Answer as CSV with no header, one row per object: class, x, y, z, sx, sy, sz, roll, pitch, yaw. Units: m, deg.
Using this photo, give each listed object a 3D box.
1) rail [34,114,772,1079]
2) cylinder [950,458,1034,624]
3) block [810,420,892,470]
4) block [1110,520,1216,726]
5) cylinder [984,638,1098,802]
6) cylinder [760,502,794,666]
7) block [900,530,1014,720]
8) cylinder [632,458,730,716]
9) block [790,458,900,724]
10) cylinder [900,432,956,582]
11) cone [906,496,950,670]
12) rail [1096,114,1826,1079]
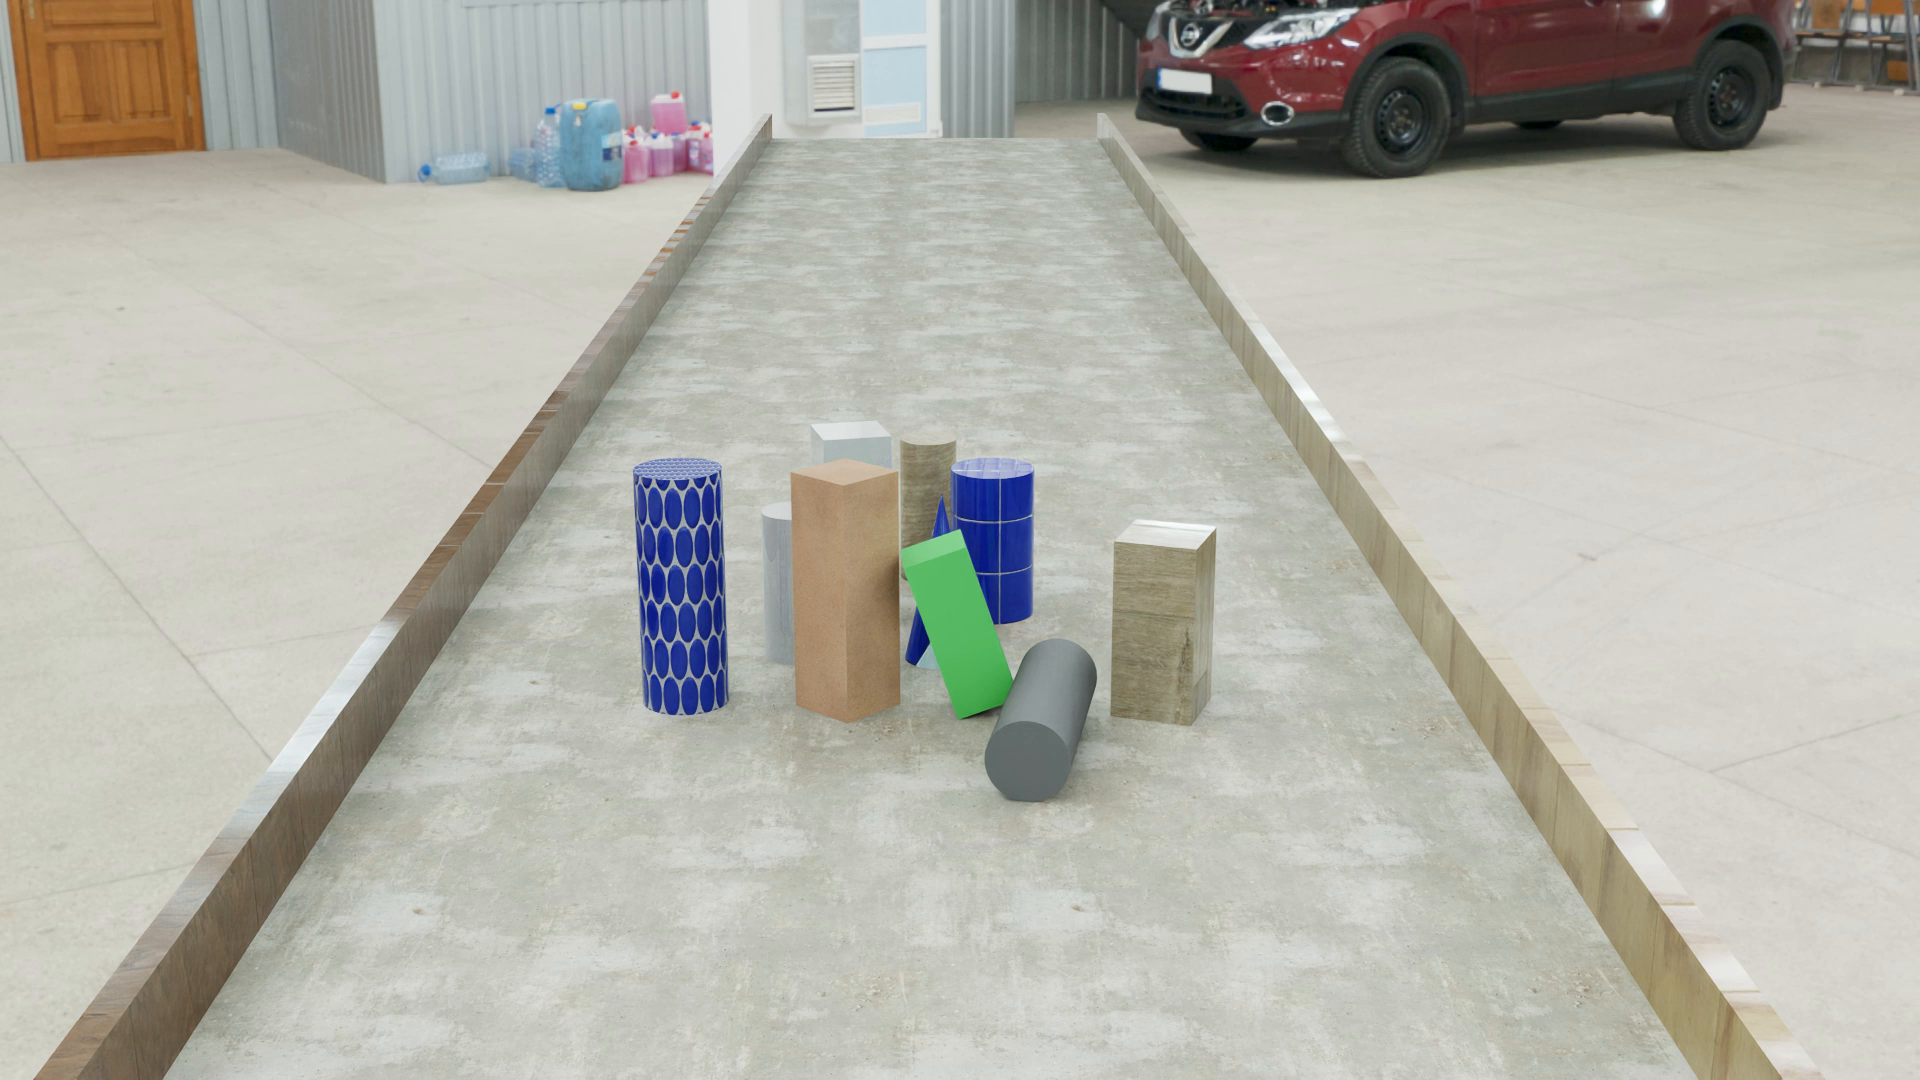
rail,-1.118,-0.838,7.780,0.050,0.150,12.000,0,17,-1
cylinder,0.068,0.001,4.665,0.177,0.318,0.177,0,17,0
block,-0.227,-0.033,4.625,0.142,0.406,0.142,-4,17,-14
block,0.381,0.153,4.114,0.155,0.342,0.155,6,18,19
cylinder,0.149,0.314,3.915,0.147,0.147,0.432,3,17,9
cylinder,-0.326,0.086,4.409,0.138,0.302,0.138,0,17,0
block,-0.001,0.157,4.110,0.120,0.313,0.120,-19,17,1
cylinder,-0.523,0.087,4.135,0.164,0.457,0.164,0,17,0
block,-0.212,0.093,4.111,0.140,0.457,0.140,15,22,41
cylinder,-0.070,-0.072,4.910,0.126,0.319,0.126,0,17,0
cone,-0.036,0.071,4.385,0.150,0.343,0.150,0,17,0
rail,0.932,-0.844,7.801,0.050,0.150,12.000,0,17,-1
